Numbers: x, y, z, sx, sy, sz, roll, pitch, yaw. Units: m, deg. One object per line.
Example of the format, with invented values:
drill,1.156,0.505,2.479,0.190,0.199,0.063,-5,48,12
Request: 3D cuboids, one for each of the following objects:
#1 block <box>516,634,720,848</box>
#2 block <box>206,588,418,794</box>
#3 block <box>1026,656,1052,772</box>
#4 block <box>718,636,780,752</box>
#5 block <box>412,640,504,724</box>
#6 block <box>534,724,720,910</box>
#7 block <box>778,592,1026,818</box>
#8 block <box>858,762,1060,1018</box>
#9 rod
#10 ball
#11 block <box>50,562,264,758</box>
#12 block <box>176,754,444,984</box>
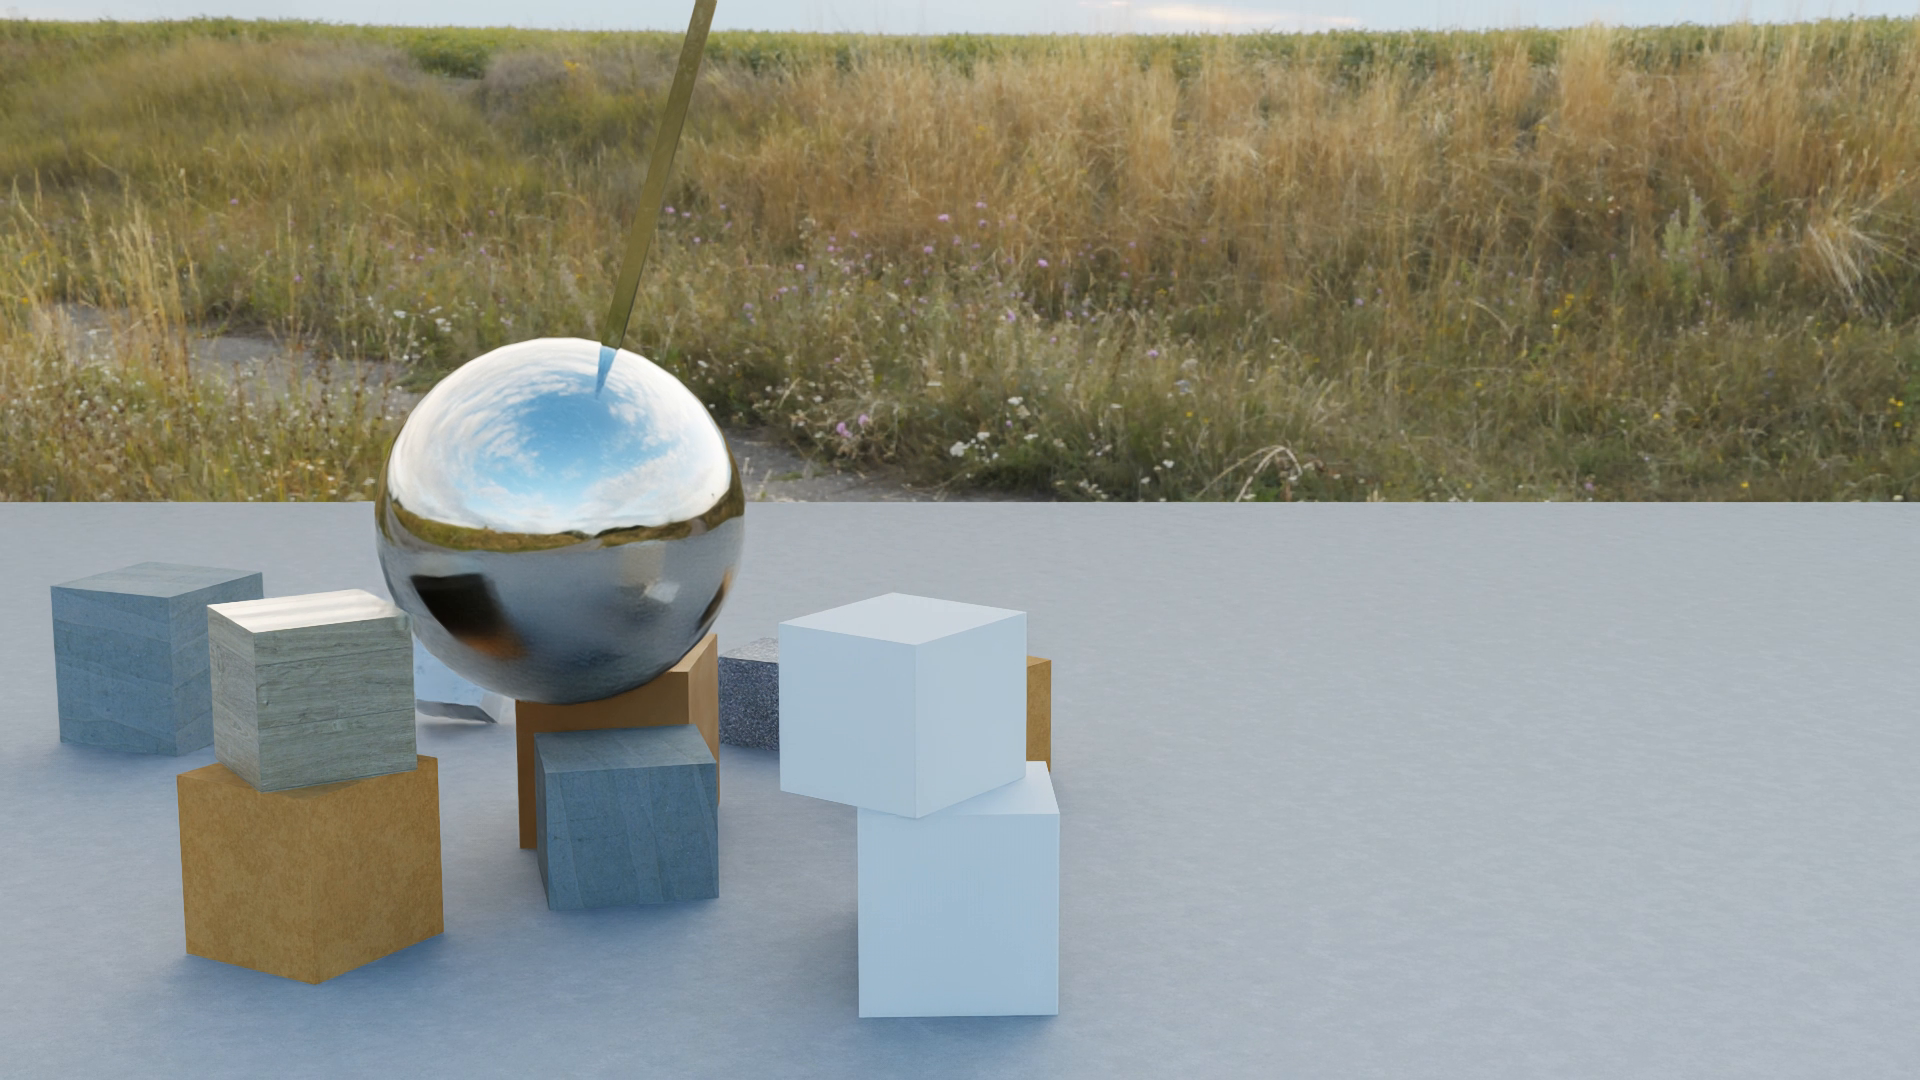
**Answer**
block,-1.595,0.933,12.070,0.796,0.846,0.810,1,10,4
block,-2.612,0.595,10.340,0.635,0.640,0.610,-6,12,-32
block,-0.005,0.901,12.974,0.666,0.586,0.658,8,13,39
block,-0.930,0.824,13.708,0.551,0.474,0.533,5,11,25
block,-2.729,0.741,13.970,0.431,0.396,0.349,5,-19,10
block,-1.472,1.203,11.263,0.725,0.603,0.688,-2,11,-13
block,-0.216,0.621,9.905,0.652,0.658,0.720,7,13,35
block,-0.019,1.343,9.976,0.753,0.788,0.740,0,10,-2
rod,-0.750,-3.284,10.583,0.080,5.200,0.080,17,10,-3
ball,-1.732,-0.082,11.165,1.600,1.600,1.600,0,10,0
block,-4.280,0.624,13.764,0.776,0.847,0.756,4,11,23
block,-2.633,1.281,10.437,0.713,0.745,0.734,6,12,30
